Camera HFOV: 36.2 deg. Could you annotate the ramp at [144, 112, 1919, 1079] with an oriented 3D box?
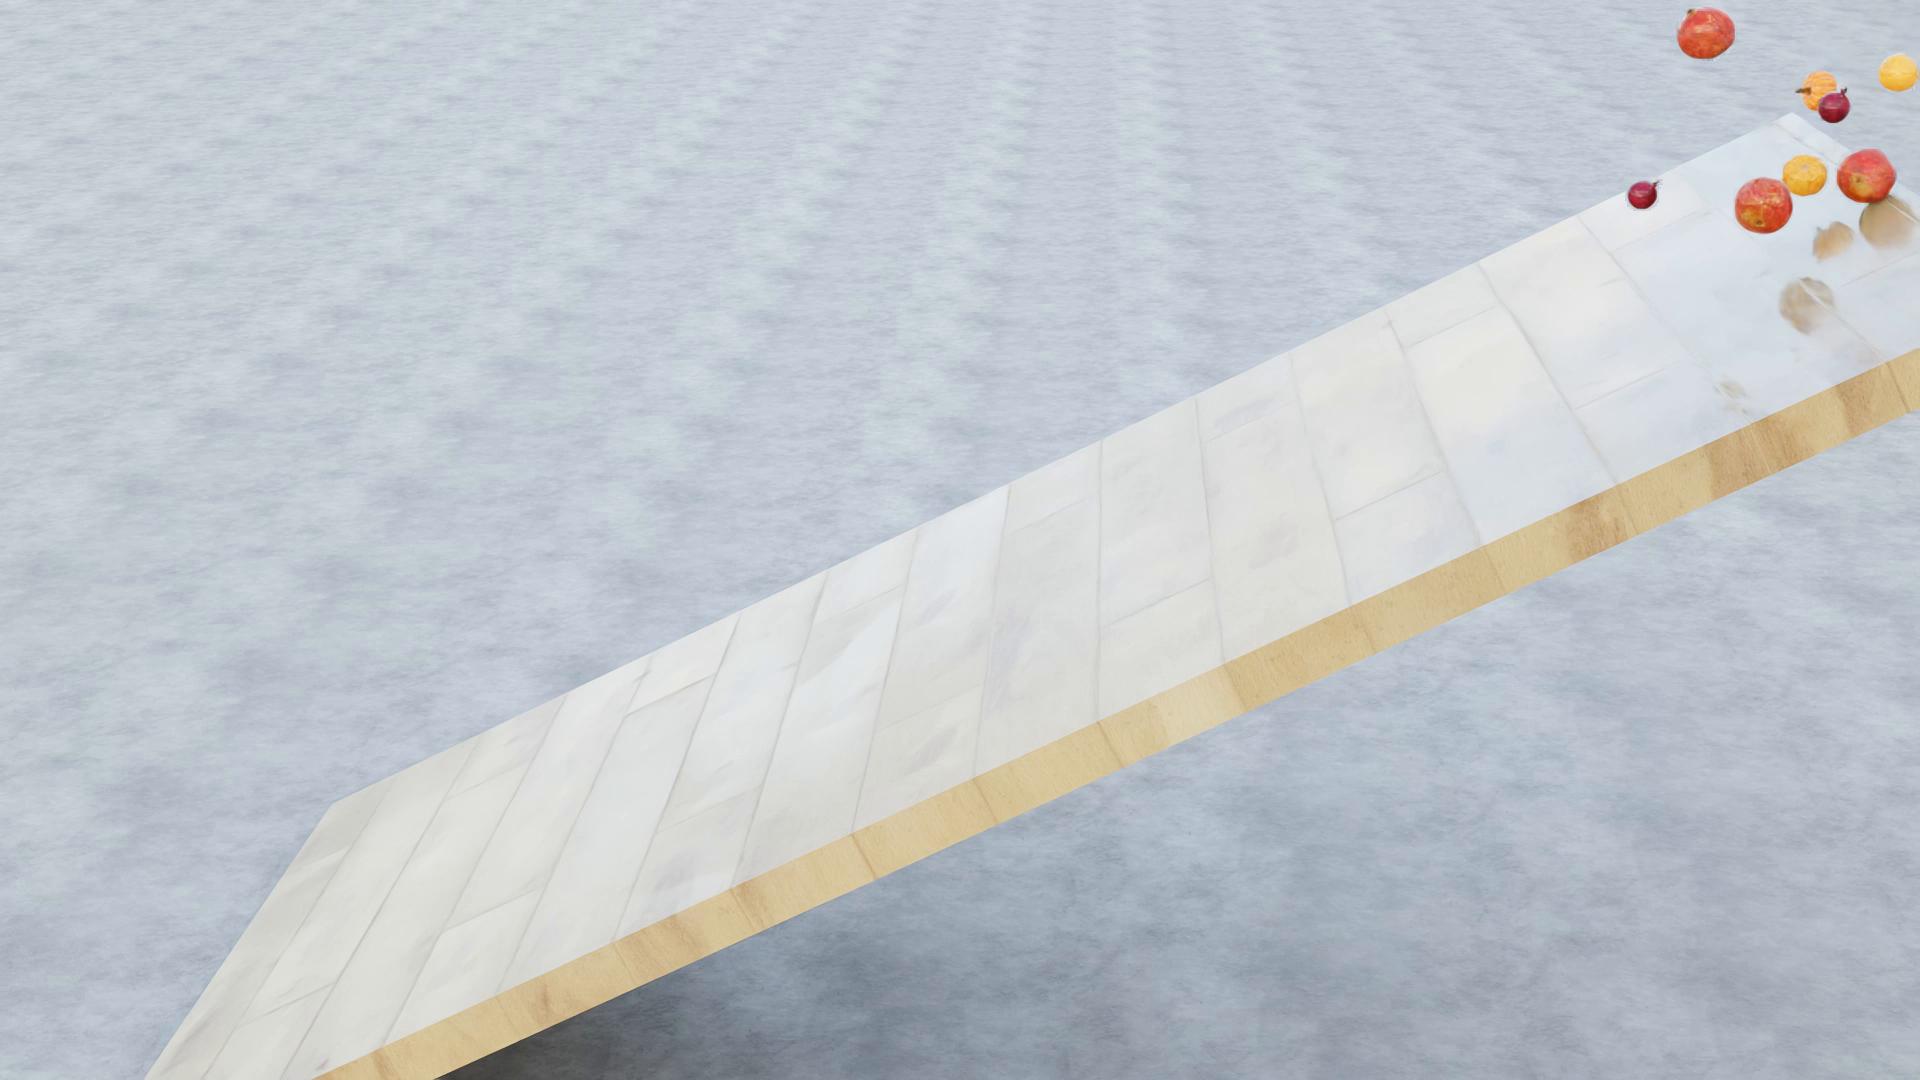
[{"bbox_3d":[0.139,0.168,6.281,4.000,0.100,2.000,-25,14,10],"label":"ramp"}]
